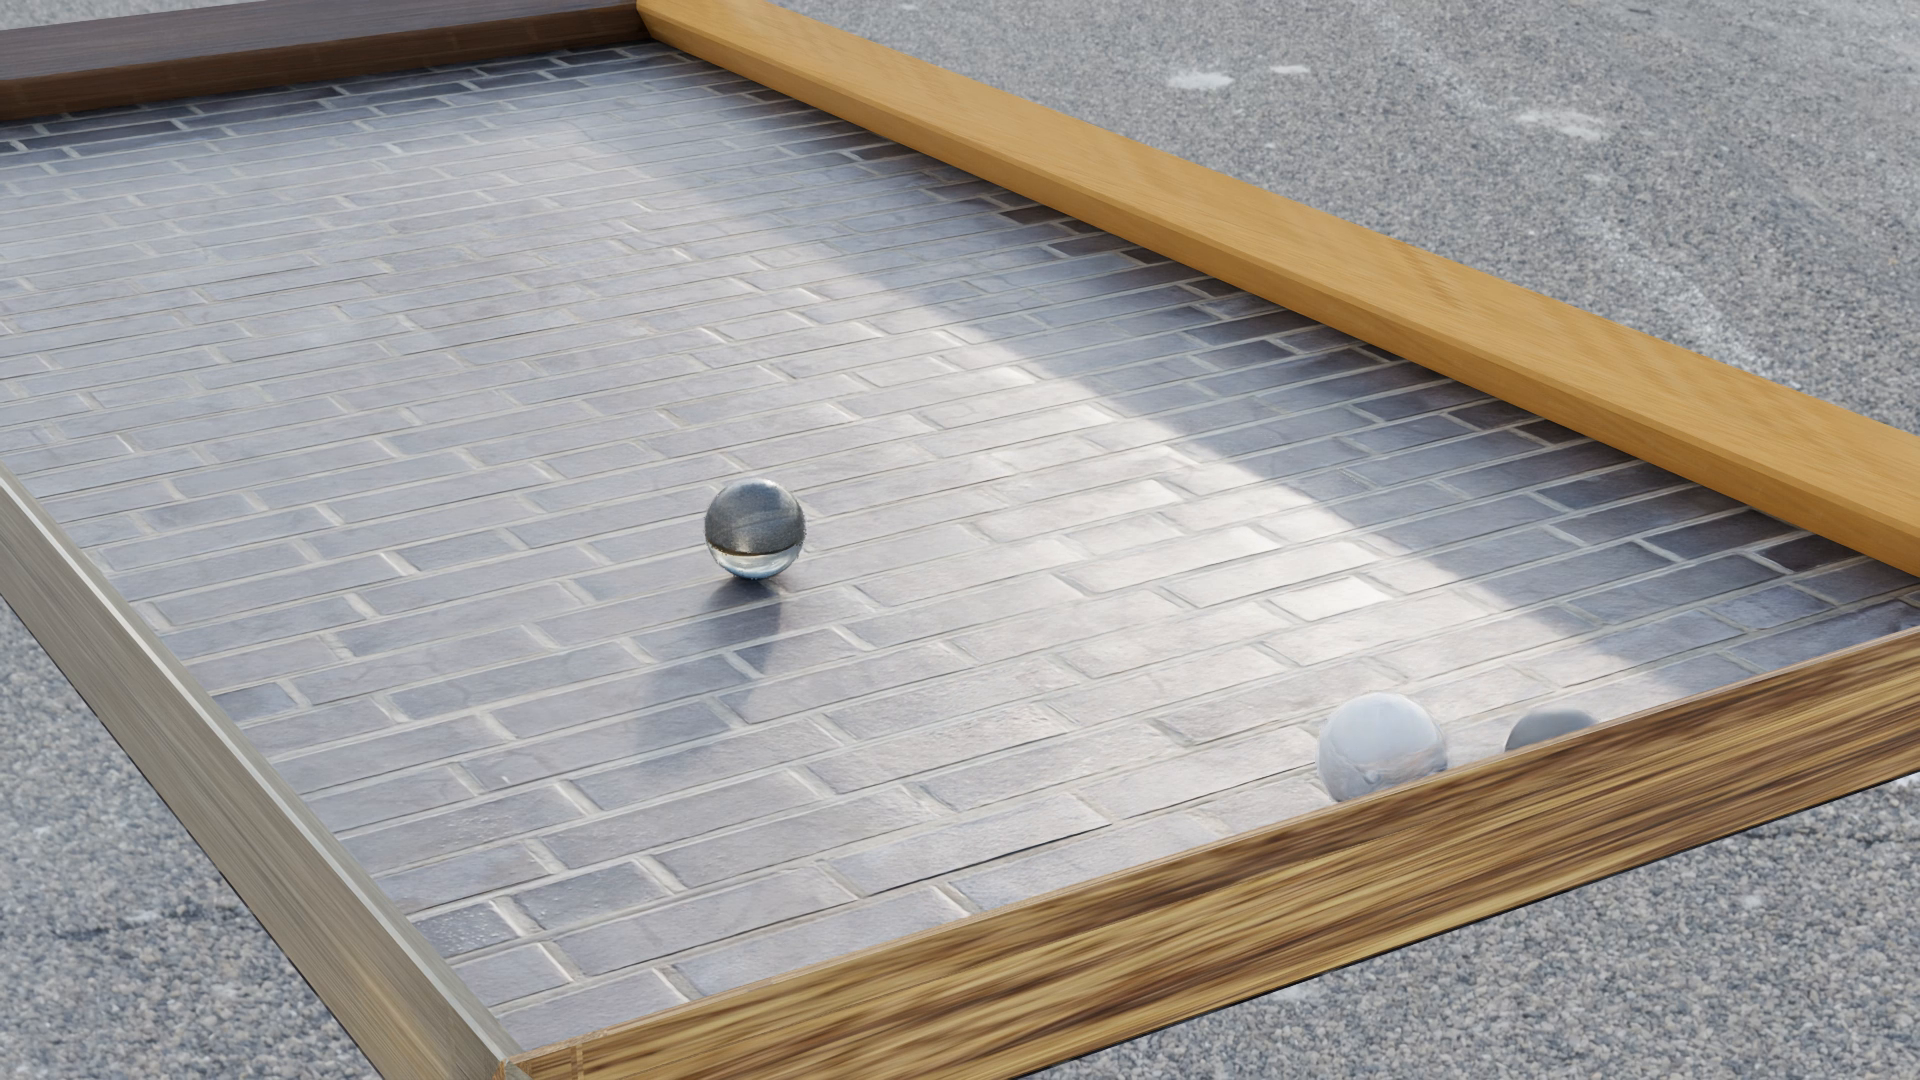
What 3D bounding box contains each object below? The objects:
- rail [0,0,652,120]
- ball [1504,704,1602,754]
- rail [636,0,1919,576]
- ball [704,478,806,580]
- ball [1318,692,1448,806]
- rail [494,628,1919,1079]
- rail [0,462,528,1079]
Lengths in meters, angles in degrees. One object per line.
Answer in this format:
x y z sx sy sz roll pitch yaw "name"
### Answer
-1.012 -0.644 3.911 1.356 0.115 0.045 -13 26 -29 "rail"
0.412 0.151 2.023 0.075 0.075 0.075 0 22 0 "ball"
0.216 -0.361 3.219 0.045 0.115 2.608 -13 26 -29 "rail"
-0.167 -0.009 2.405 0.083 0.083 0.083 0 22 0 "ball"
0.289 0.148 2.012 0.089 0.089 0.089 0 22 0 "ball"
0.329 0.182 1.892 1.356 0.115 0.045 -13 26 -29 "rail"
-0.899 -0.101 2.585 0.045 0.115 2.608 -13 26 -29 "rail"
